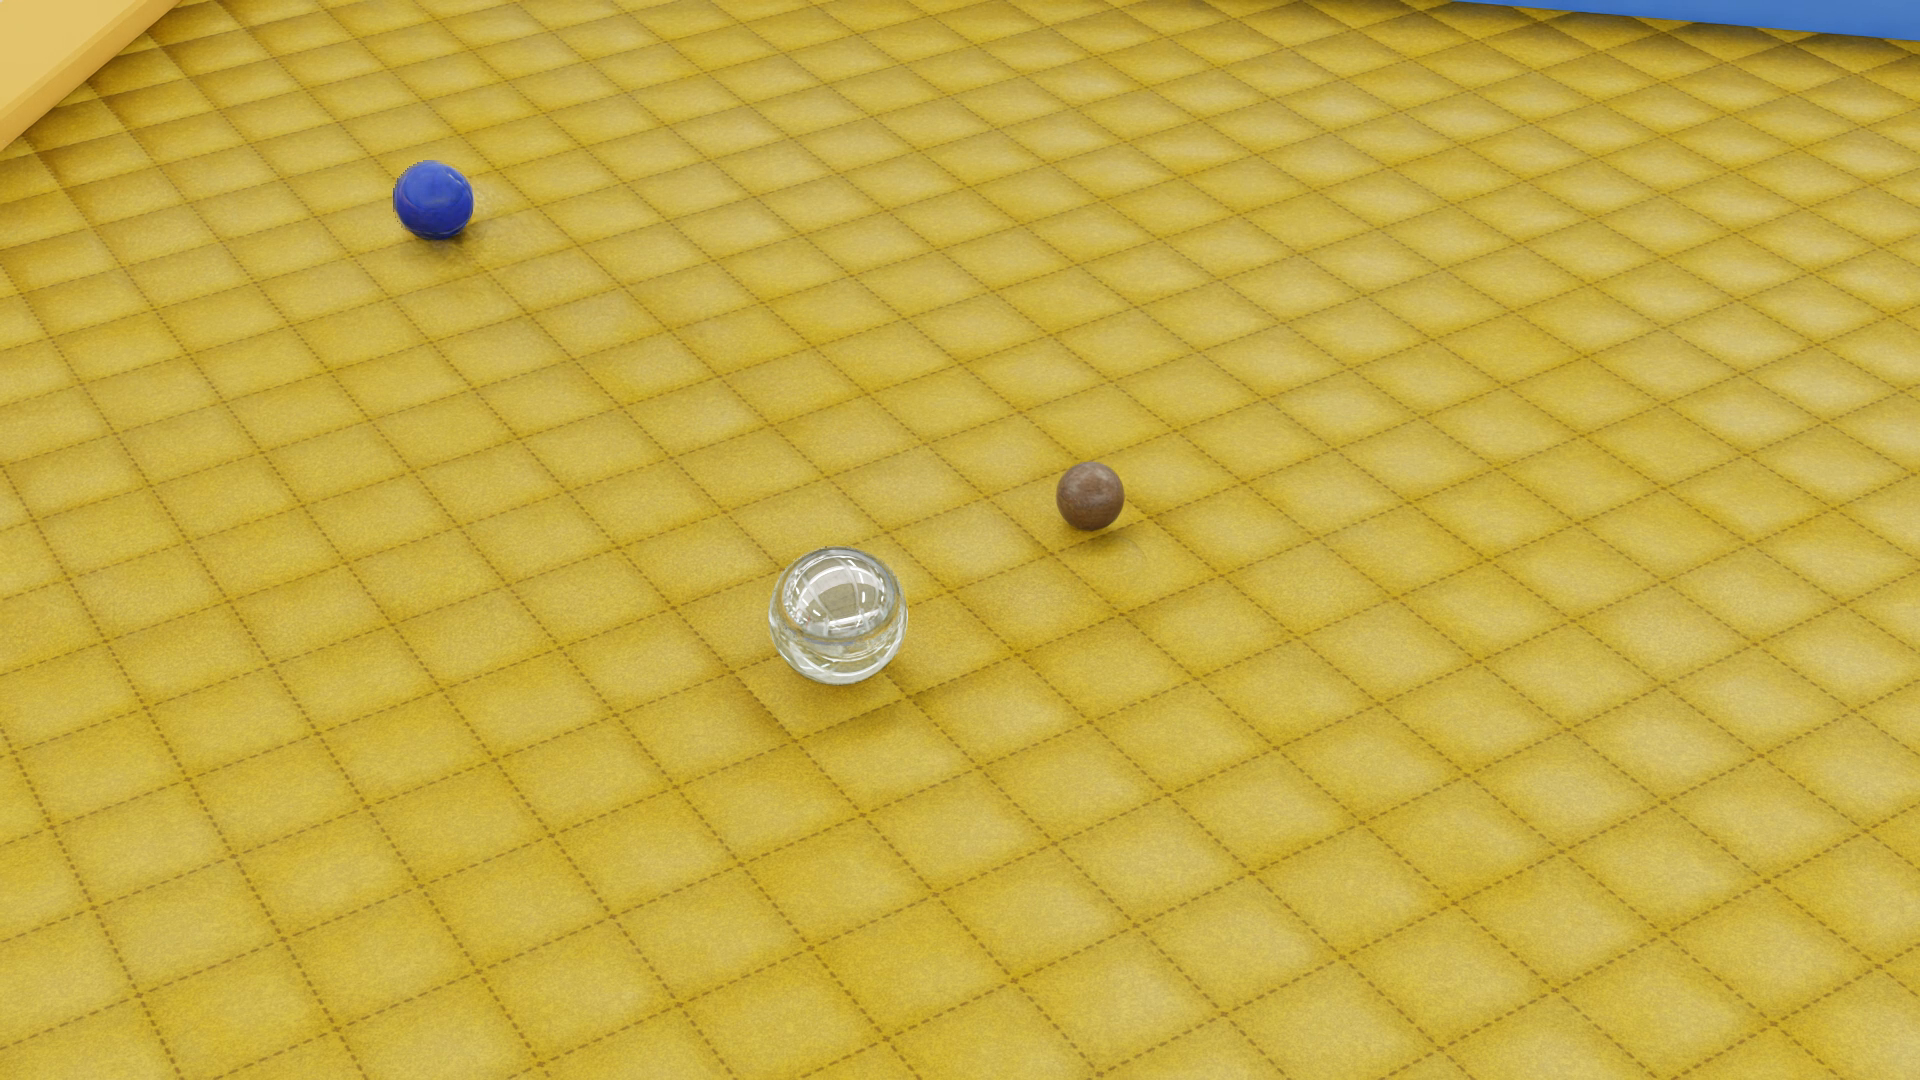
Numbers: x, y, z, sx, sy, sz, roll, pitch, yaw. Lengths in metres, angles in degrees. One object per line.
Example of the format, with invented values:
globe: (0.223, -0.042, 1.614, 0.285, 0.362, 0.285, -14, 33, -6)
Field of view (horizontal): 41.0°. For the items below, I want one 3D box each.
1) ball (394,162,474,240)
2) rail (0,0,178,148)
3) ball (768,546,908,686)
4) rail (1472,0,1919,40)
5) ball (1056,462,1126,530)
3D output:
ball: (-0.464, -0.299, 2.268, 0.069, 0.069, 0.069, 0, 35, 0)
rail: (-0.992, -0.153, 2.005, 0.045, 0.126, 2.288, 7, 35, 10)
ball: (-0.083, 0.051, 1.739, 0.095, 0.095, 0.095, 0, 35, 0)
rail: (1.262, -0.518, 2.531, 4.163, 0.126, 0.045, 7, 35, 10)
ball: (0.096, -0.032, 1.898, 0.052, 0.052, 0.052, 0, 35, 0)
